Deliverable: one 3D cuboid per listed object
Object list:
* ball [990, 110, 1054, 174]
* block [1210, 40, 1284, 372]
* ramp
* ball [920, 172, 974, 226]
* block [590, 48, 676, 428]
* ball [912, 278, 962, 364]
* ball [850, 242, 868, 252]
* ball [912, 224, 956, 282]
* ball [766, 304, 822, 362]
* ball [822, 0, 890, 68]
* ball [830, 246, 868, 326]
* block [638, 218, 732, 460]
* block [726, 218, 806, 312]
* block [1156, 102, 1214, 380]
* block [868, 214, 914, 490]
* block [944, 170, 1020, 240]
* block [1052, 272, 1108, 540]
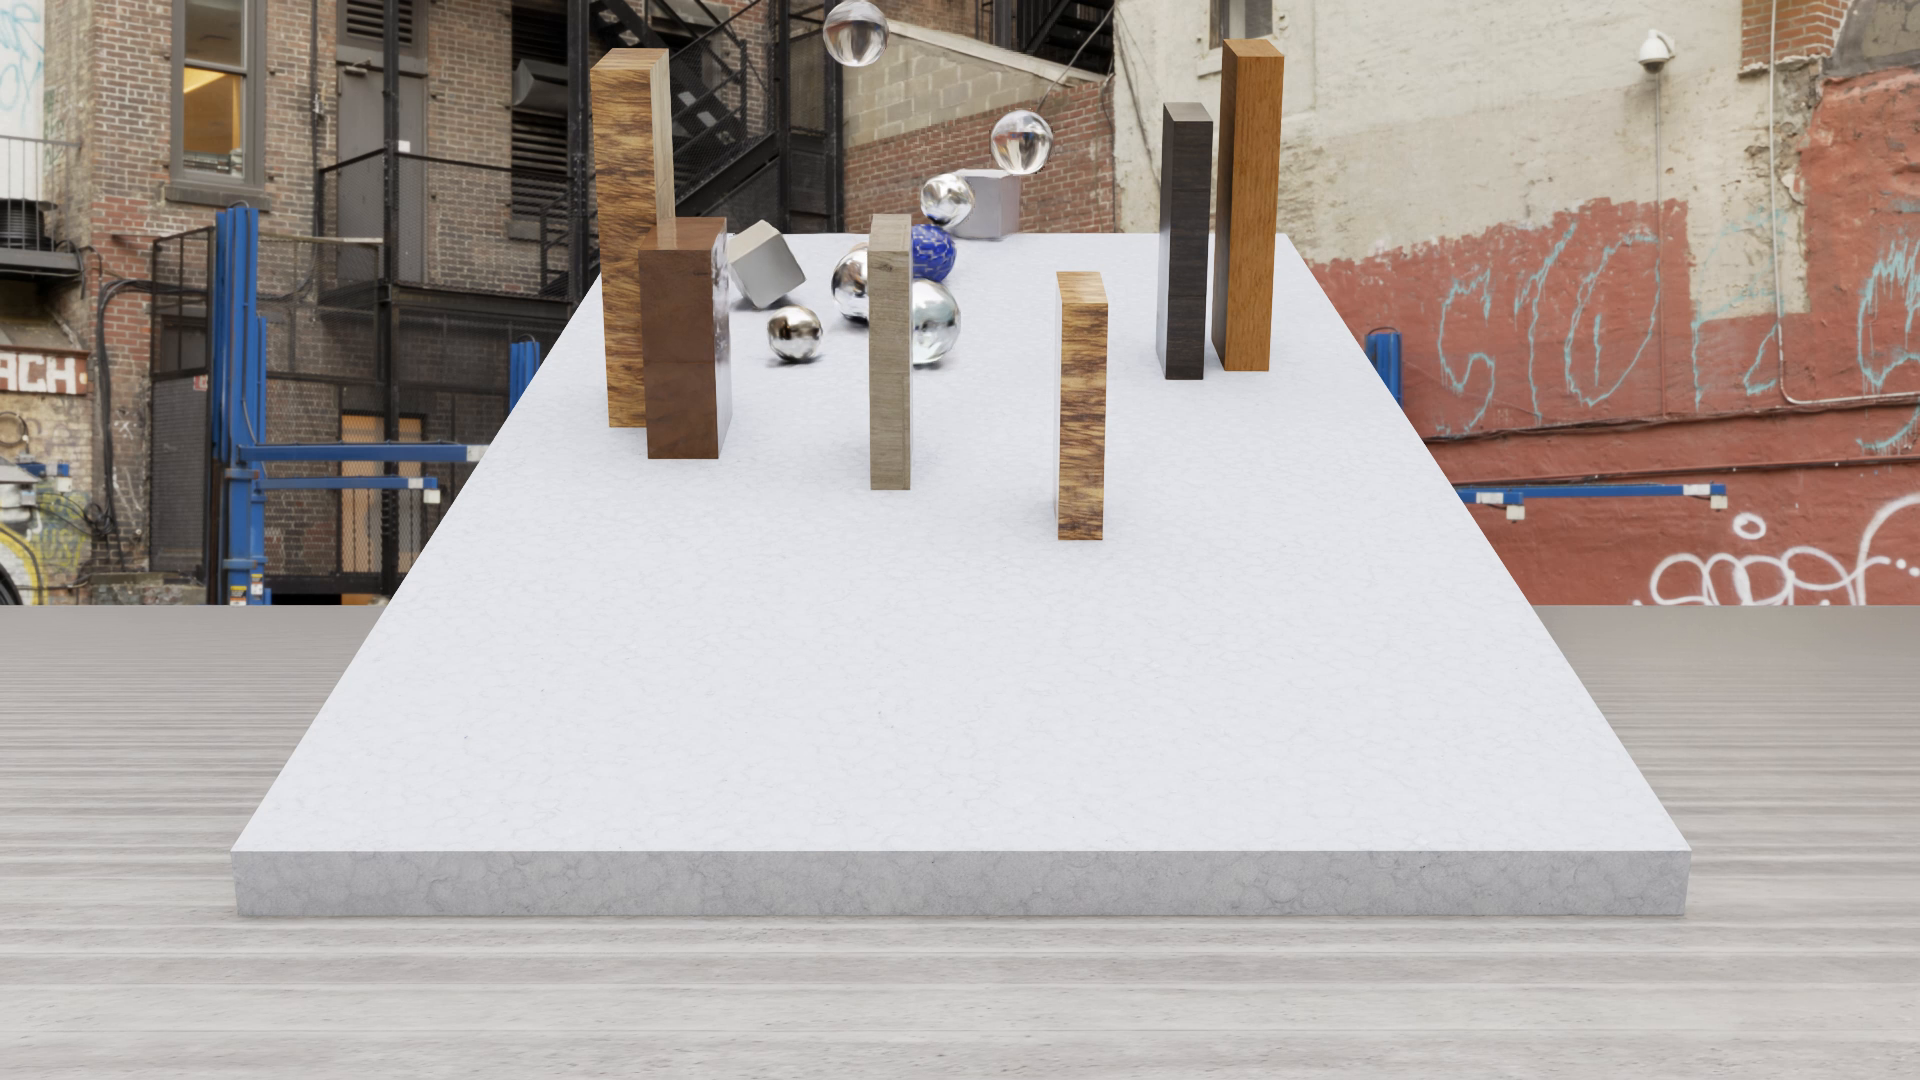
[{"bbox_3d":[0.174,-1.120,6.374,0.177,0.177,0.177,0,-1,0],"label":"ball"},{"bbox_3d":[0.684,-0.803,5.417,0.106,0.741,0.305,0,20,0],"label":"block"},{"bbox_3d":[-0.005,-0.205,4.996,2.000,0.100,4.000,0,20,0],"label":"ramp"},{"bbox_3d":[-0.037,-0.932,6.200,0.146,0.146,0.146,0,-1,0],"label":"ball"},{"bbox_3d":[-0.707,-0.667,4.984,0.124,0.775,0.327,0,20,0],"label":"block"},{"bbox_3d":[-0.099,-0.525,5.435,0.206,0.206,0.206,0,-1,0],"label":"ball"},{"bbox_3d":[-0.259,-0.768,6.247,0.111,0.111,0.111,0,-1,0],"label":"ball"},{"bbox_3d":[-0.093,-0.785,6.211,0.167,0.167,0.167,0,-1,0],"label":"ball"},{"bbox_3d":[-0.400,-0.499,5.460,0.137,0.137,0.137,0,-1,0],"label":"ball"},{"bbox_3d":[-0.291,-1.425,6.364,0.187,0.187,0.187,0,-1,0],"label":"ball"},{"bbox_3d":[-0.229,-0.647,5.777,0.202,0.202,0.202,0,-1,0],"label":"ball"},{"bbox_3d":[-0.581,-0.435,4.825,0.148,0.446,0.326,0,20,0],"label":"block"},{"bbox_3d":[-0.526,-0.728,5.984,0.153,0.153,0.153,-34,29,-8],"label":"block"},{"bbox_3d":[0.528,-0.708,5.352,0.090,0.607,0.271,0,20,0],"label":"block"},{"bbox_3d":[-0.140,-0.390,4.640,0.080,0.489,0.352,0,20,0],"label":"block"},{"bbox_3d":[0.066,-1.014,6.824,0.182,0.182,0.182,5,16,19],"label":"block"},{"bbox_3d":[0.227,-0.259,4.320,0.084,0.459,0.255,0,20,0],"label":"block"}]
